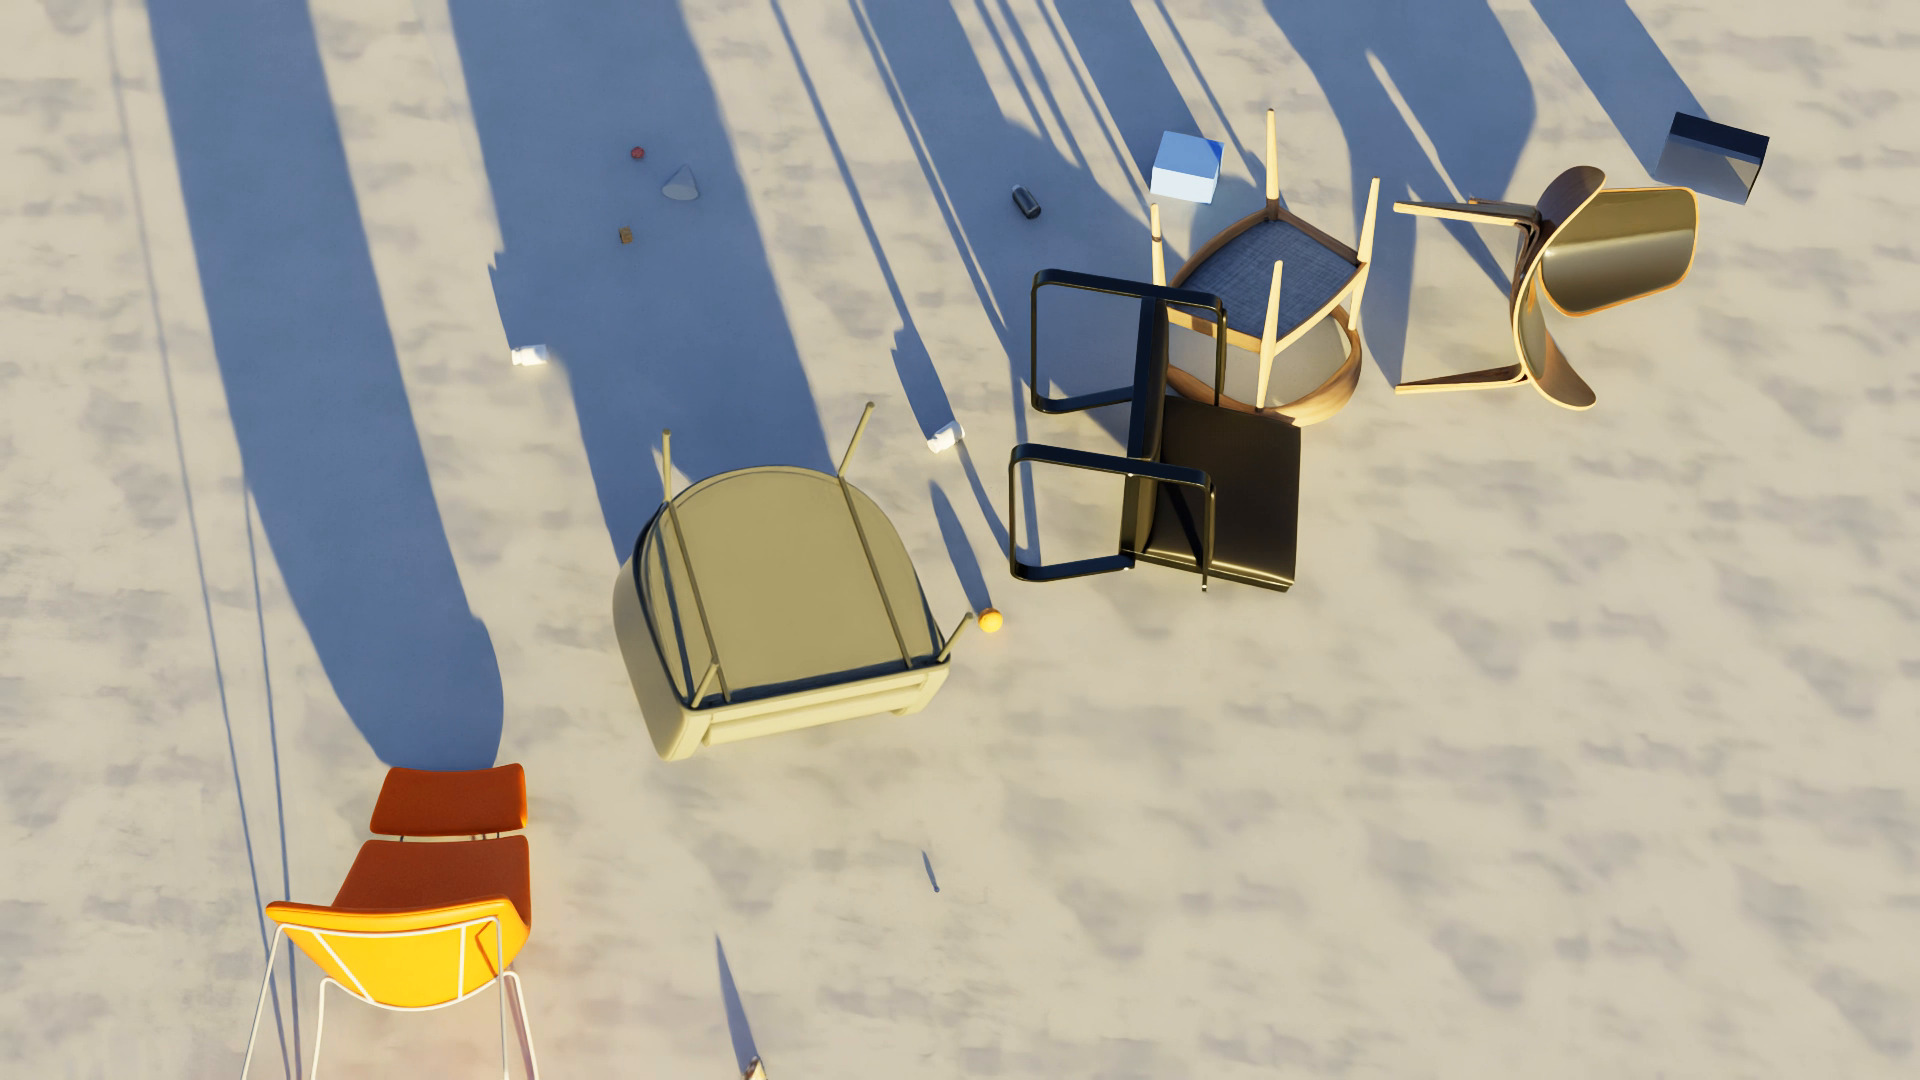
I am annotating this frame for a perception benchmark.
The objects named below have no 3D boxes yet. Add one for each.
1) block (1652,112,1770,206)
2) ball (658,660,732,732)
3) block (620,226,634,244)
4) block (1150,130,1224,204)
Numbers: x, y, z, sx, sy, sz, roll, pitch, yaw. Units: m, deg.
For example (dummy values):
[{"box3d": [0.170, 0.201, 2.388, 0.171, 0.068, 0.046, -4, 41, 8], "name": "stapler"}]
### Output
[{"box3d": [2.495, -1.267, 7.310, 0.310, 0.190, 0.140, 19, 58, 12], "name": "block"}, {"box3d": [-0.742, 0.436, 6.159, 0.203, 0.203, 0.203, 0, 56, 0], "name": "ball"}, {"box3d": [-1.097, -1.000, 7.221, 0.035, 0.040, 0.033, -18, 58, -12], "name": "block"}, {"box3d": [0.759, -1.241, 7.333, 0.205, 0.123, 0.173, 13, 57, 9], "name": "block"}]
